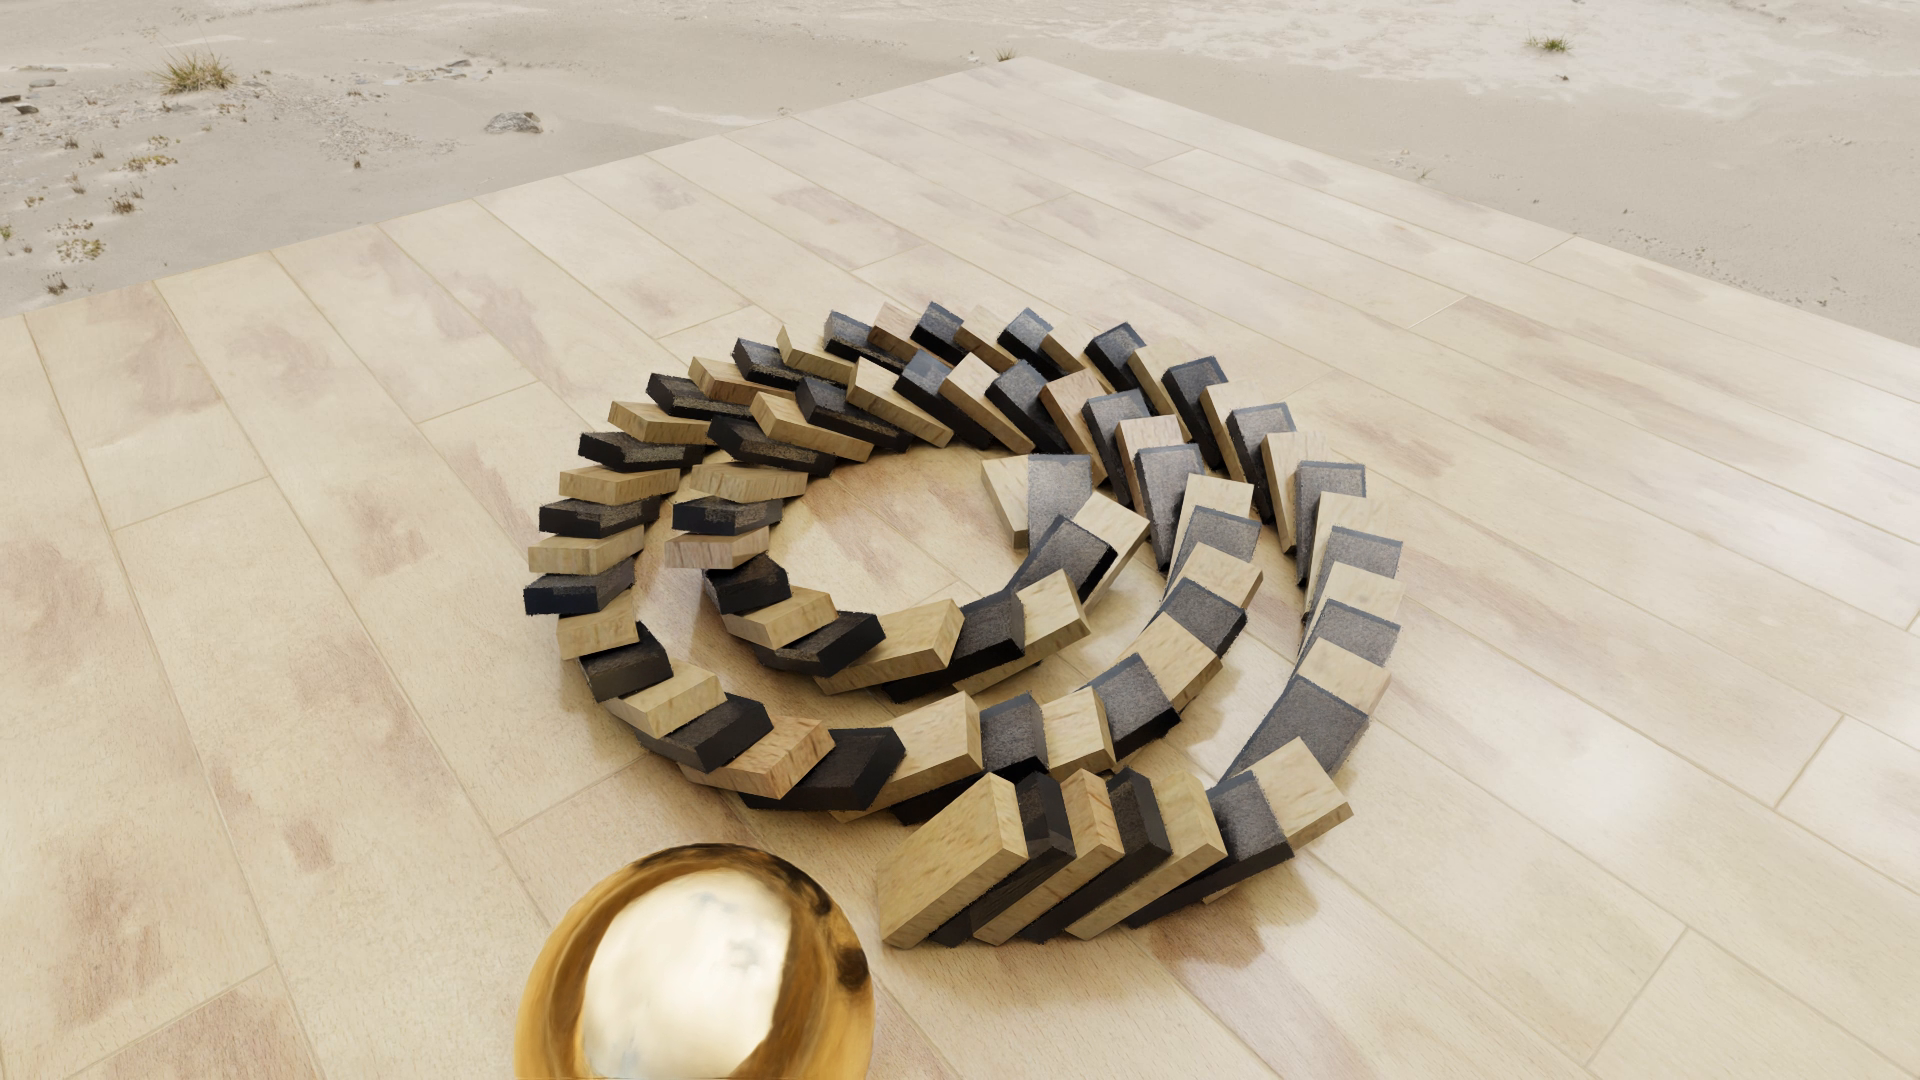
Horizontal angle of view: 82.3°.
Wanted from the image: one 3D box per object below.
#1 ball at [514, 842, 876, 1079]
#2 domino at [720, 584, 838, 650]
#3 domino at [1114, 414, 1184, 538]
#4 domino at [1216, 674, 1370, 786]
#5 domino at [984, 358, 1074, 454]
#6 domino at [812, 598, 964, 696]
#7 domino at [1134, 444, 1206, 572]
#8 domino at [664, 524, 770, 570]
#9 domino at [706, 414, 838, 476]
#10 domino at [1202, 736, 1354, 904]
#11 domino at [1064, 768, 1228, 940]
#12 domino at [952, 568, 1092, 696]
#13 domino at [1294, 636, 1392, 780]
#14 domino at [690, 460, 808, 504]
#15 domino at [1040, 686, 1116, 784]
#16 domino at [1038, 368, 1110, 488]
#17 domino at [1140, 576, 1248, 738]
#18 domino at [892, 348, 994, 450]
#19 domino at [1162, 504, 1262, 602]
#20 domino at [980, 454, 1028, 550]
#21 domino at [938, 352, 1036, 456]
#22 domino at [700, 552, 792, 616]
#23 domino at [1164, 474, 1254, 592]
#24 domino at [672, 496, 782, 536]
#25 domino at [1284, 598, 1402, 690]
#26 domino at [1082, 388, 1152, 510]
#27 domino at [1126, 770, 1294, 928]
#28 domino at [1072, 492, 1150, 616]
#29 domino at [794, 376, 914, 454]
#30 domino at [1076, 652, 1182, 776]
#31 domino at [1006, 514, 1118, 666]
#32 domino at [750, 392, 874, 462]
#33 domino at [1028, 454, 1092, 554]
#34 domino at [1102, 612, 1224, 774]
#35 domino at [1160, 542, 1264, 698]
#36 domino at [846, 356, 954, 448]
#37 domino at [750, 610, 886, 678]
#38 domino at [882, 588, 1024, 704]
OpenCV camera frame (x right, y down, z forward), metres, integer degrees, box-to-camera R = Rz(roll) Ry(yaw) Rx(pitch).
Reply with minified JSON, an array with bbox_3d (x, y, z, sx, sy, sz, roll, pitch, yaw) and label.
[{"bbox_3d":[-0.059,0.111,0.253,0.080,0.080,0.080,0,39,0],"label":"ball"},{"bbox_3d":[-0.065,0.026,0.392,0.025,0.009,0.050,-26,15,-26],"label":"domino"},{"bbox_3d":[0.083,-0.027,0.458,0.025,0.009,0.050,-8,68,-11],"label":"domino"},{"bbox_3d":[0.102,0.069,0.341,0.025,0.010,0.050,32,78,33],"label":"domino"},{"bbox_3d":[0.037,-0.056,0.494,0.050,0.009,0.025,45,51,5],"label":"domino"},{"bbox_3d":[-0.025,0.037,0.380,0.050,0.010,0.025,-16,32,28],"label":"domino"},{"bbox_3d":[0.088,-0.013,0.442,0.025,0.010,0.050,-6,68,-7],"label":"domino"},{"bbox_3d":[-0.092,0.002,0.421,0.025,0.009,0.050,1,8,5],"label":"domino"},{"bbox_3d":[-0.080,-0.040,0.472,0.050,0.009,0.025,7,23,-47],"label":"domino"},{"bbox_3d":[0.087,0.083,0.325,0.050,0.010,0.025,-33,43,5],"label":"domino"},{"bbox_3d":[0.049,0.089,0.310,0.050,0.010,0.025,-40,34,22],"label":"domino"},{"bbox_3d":[0.019,0.033,0.384,0.050,0.009,0.025,-29,40,13],"label":"domino"},{"bbox_3d":[0.115,0.059,0.354,0.025,0.009,0.050,29,75,30],"label":"domino"},{"bbox_3d":[-0.086,-0.025,0.455,0.025,0.009,0.050,16,12,18],"label":"domino"},{"bbox_3d":[0.022,0.067,0.344,0.050,0.009,0.025,-25,37,15],"label":"domino"},{"bbox_3d":[0.059,-0.050,0.486,0.025,0.009,0.050,-23,75,-27],"label":"domino"},{"bbox_3d":[0.073,0.039,0.377,0.025,0.010,0.050,32,78,33],"label":"domino"},{"bbox_3d":[-0.004,-0.065,0.504,0.050,0.010,0.025,34,42,-6],"label":"domino"},{"bbox_3d":[0.092,0.014,0.407,0.025,0.009,0.050,17,72,18],"label":"domino"},{"bbox_3d":[0.028,-0.017,0.464,0.025,0.010,0.050,-9,40,-11],"label":"domino"},{"bbox_3d":[0.017,-0.061,0.500,0.050,0.010,0.025,38,46,-1],"label":"domino"},{"bbox_3d":[-0.080,0.015,0.406,0.025,0.010,0.050,-14,11,-17],"label":"domino"},{"bbox_3d":[0.096,0.001,0.423,0.025,0.010,0.050,11,71,12],"label":"domino"},{"bbox_3d":[-0.091,-0.011,0.437,0.025,0.010,0.050,6,9,11],"label":"domino"},{"bbox_3d":[0.125,0.047,0.369,0.025,0.010,0.050,23,73,25],"label":"domino"},{"bbox_3d":[0.073,-0.039,0.473,0.025,0.009,0.050,-13,70,-17],"label":"domino"},{"bbox_3d":[0.067,0.089,0.317,0.050,0.009,0.025,-29,39,11],"label":"domino"},{"bbox_3d":[0.048,0.007,0.418,0.025,0.010,0.050,31,70,23],"label":"domino"},{"bbox_3d":[-0.047,-0.056,0.492,0.050,0.009,0.025,15,29,-33],"label":"domino"},{"bbox_3d":[0.043,0.060,0.352,0.050,0.009,0.025,-34,42,6],"label":"domino"},{"bbox_3d":[0.032,0.018,0.400,0.025,0.010,0.050,34,86,34],"label":"domino"},{"bbox_3d":[-0.065,-0.050,0.484,0.050,0.010,0.025,12,27,-38],"label":"domino"},{"bbox_3d":[0.040,-0.010,0.438,0.025,0.010,0.050,1,66,0],"label":"domino"},{"bbox_3d":[0.060,0.050,0.364,0.050,0.009,0.025,-44,50,-4],"label":"domino"},{"bbox_3d":[0.084,0.028,0.391,0.025,0.010,0.050,26,75,28],"label":"domino"},{"bbox_3d":[-0.027,-0.063,0.501,0.050,0.010,0.025,25,35,-18],"label":"domino"},{"bbox_3d":[-0.050,0.035,0.380,0.025,0.010,0.050,-34,18,-31],"label":"domino"},{"bbox_3d":[-0.002,0.037,0.380,0.050,0.010,0.025,-23,35,20],"label":"domino"}]
